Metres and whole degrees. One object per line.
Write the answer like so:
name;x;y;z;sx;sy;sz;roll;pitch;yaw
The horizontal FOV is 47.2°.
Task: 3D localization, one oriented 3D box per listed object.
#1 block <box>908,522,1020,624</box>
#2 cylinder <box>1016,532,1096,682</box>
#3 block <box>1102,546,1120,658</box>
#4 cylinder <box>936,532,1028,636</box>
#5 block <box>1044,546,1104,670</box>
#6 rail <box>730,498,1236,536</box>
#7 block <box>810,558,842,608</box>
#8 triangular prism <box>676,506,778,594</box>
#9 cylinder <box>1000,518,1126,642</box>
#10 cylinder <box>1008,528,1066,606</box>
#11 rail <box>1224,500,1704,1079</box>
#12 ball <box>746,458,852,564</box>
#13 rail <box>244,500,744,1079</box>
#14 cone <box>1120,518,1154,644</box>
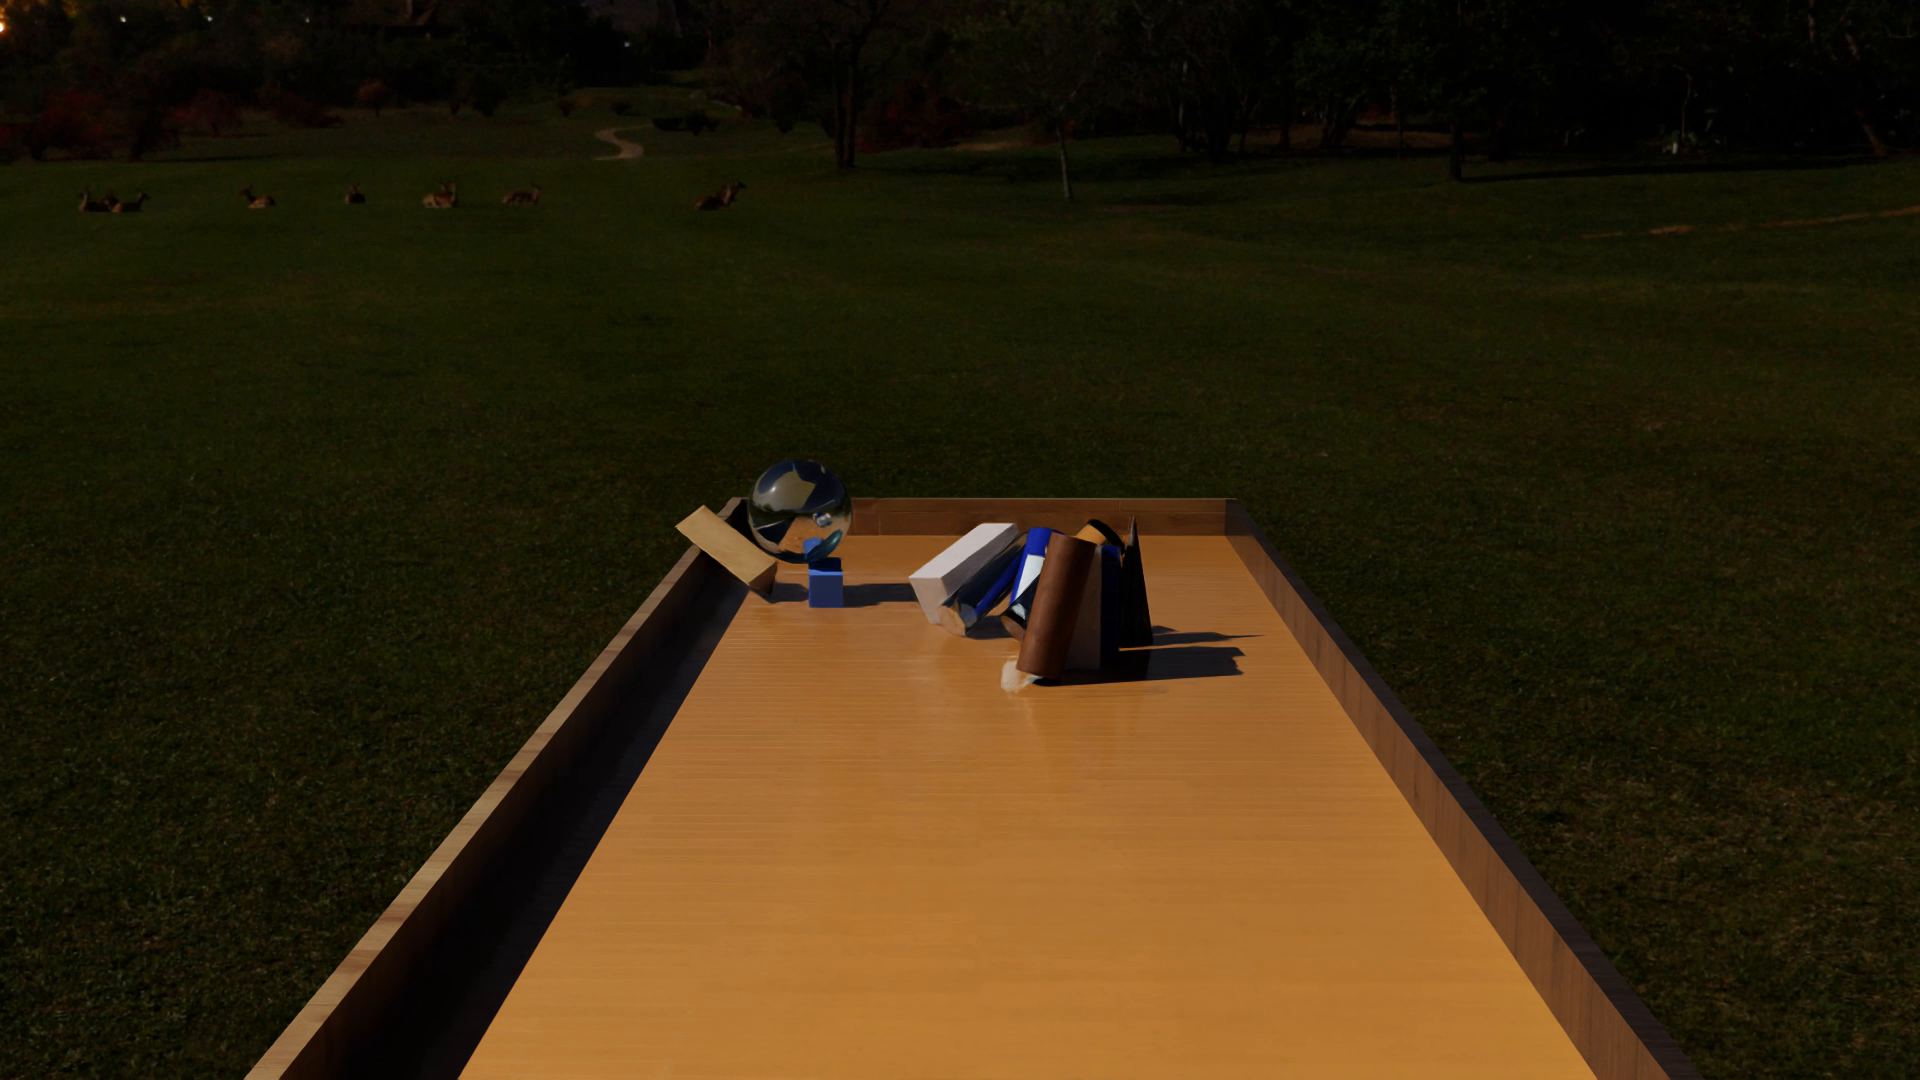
block;0.040;0.109;7.274;0.360;0.175;0.175;-36;22;-32
cylinder;0.279;0.194;6.400;0.137;0.412;0.137;15;-1;0
block;0.417;0.186;6.709;0.138;0.337;0.138;1;1;5
cylinder;0.109;0.140;7.137;0.123;0.123;0.419;10;42;47
block;0.339;0.198;6.560;0.167;0.358;0.167;1;2;5
rail;0.099;-0.098;9.147;2.100;0.150;0.050;0;9;1
block;-0.472;0.147;7.722;0.112;0.112;0.370;-1;9;-4
triangular prism;-0.809;0.024;7.788;0.436;0.116;0.133;35;4;37
cylinder;0.323;0.137;6.895;0.432;0.150;0.150;-46;27;-16
cylinder;0.250;0.135;7.033;0.142;0.324;0.142;15;-14;4
rail;1.046;0.843;3.208;0.050;0.150;12.000;0;9;1
ball;-0.563;-0.101;7.731;0.372;0.372;0.372;0;9;0
rail;-1.004;0.839;3.234;0.050;0.150;12.000;0;9;1
cone;0.543;0.117;6.957;0.153;0.408;0.153;2;9;0
